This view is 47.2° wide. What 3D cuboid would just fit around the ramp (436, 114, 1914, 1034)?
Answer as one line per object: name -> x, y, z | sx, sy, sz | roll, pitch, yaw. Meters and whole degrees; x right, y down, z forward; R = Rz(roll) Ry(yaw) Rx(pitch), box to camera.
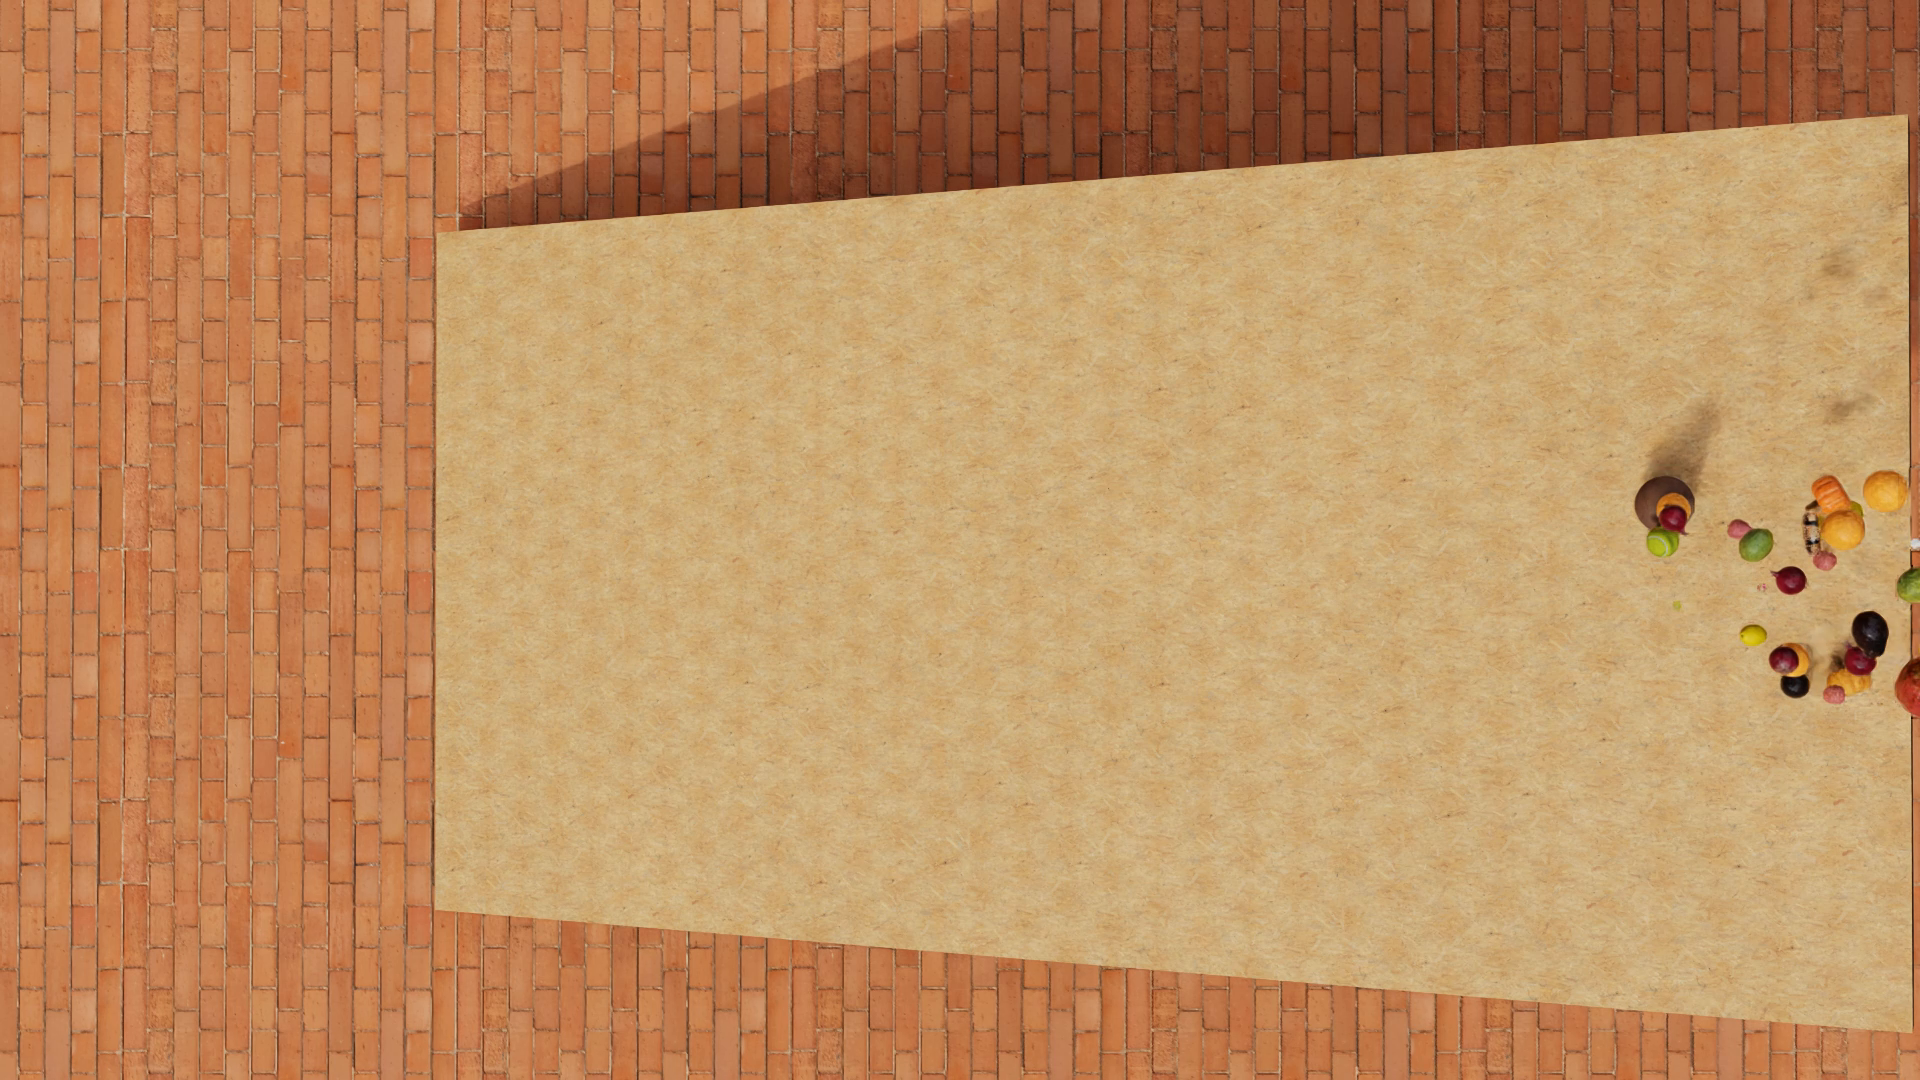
ramp -> 0.282, 0.081, 5.686 | 4.000, 0.100, 2.000 | 0, 89, 25
